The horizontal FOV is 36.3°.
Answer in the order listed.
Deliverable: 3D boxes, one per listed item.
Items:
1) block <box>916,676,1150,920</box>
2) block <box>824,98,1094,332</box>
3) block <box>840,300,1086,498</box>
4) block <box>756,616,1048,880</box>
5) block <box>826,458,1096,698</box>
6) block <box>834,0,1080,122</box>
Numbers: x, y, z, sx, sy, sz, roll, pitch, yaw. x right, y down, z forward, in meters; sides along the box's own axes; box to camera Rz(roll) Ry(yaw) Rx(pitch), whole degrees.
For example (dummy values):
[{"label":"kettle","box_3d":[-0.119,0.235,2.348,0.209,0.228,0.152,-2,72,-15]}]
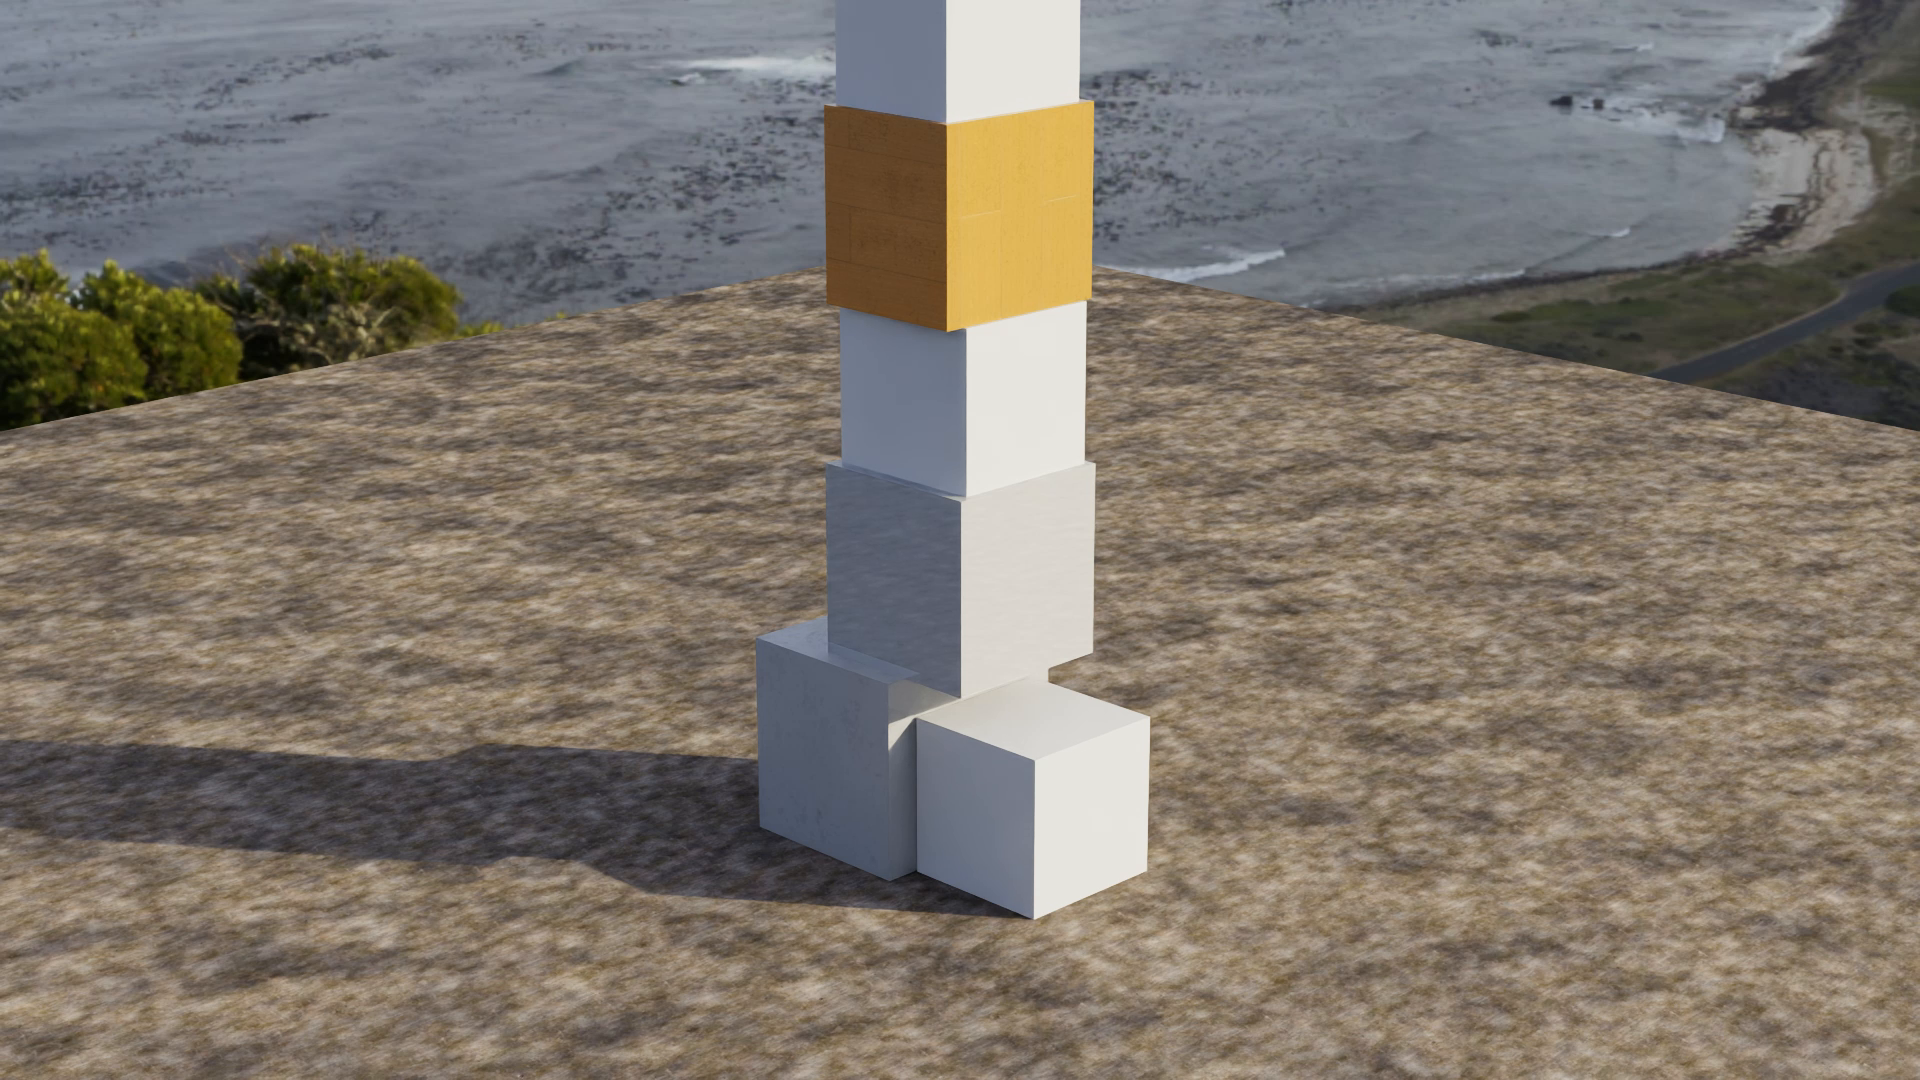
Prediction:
[{"label":"block","box_3d":[0.331,1.162,13.382,0.754,0.758,0.743,-17,24,-42]},{"label":"block","box_3d":[-0.002,-1.480,12.875,0.904,0.880,0.756,-17,24,-42]},{"label":"block","box_3d":[0.013,-0.707,13.133,0.753,0.749,0.798,-17,24,-42]},{"label":"block","box_3d":[-0.269,0.896,13.899,1.045,0.957,0.897,-17,24,-42]},{"label":"block","box_3d":[0.002,0.085,13.370,0.857,0.906,0.868,-17,24,-42]},{"label":"block","box_3d":[-0.009,-2.207,12.639,0.813,0.647,0.679,-17,24,-42]}]
